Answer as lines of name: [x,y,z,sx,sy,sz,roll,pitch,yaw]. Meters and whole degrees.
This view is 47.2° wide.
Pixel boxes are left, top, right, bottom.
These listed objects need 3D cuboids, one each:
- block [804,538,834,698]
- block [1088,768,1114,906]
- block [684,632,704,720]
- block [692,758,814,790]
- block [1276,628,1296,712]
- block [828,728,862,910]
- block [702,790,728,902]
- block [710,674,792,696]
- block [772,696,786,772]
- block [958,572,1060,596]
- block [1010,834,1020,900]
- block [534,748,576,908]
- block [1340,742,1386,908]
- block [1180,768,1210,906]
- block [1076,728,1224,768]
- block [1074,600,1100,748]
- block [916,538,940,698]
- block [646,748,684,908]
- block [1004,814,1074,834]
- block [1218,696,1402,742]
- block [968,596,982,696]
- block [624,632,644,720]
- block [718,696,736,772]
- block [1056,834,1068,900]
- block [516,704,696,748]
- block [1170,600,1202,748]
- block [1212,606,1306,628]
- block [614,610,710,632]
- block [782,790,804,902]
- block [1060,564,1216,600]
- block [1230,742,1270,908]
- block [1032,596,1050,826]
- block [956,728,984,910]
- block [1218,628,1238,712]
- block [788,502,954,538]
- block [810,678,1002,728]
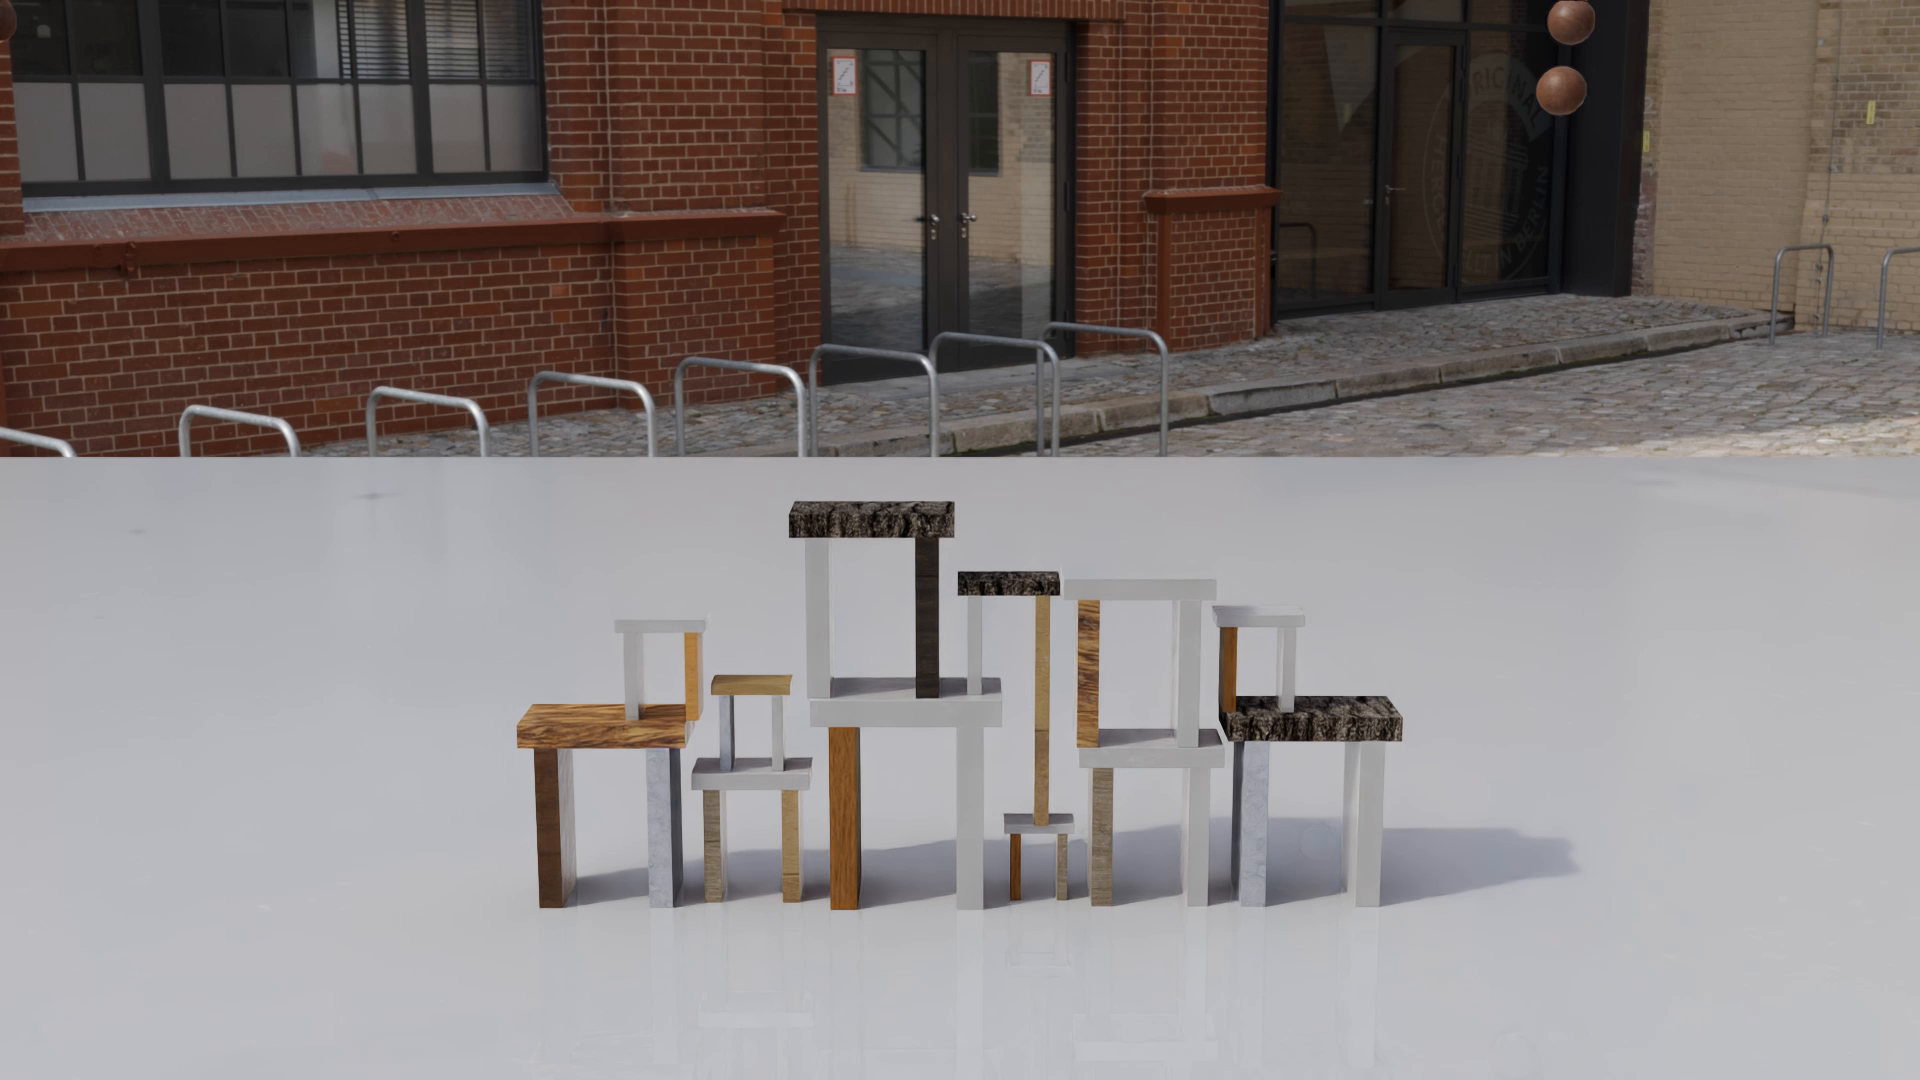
block: [-0.228,0.114,3.582,0.037,0.263,0.131,0,11,0]
block: [0.232,0.475,3.645,0.033,0.236,0.118,0,11,0]
block: [-0.435,0.215,3.595,0.021,0.147,0.073,0,11,0]
block: [-0.342,0.386,3.636,0.193,0.027,0.096,0,11,0]
block: [0.533,0.204,3.601,0.020,0.142,0.071,0,11,0]
block: [-0.190,0.439,3.639,0.044,0.309,0.154,0,11,0]
block: [-0.407,0.494,3.656,0.027,0.193,0.096,0,11,0]
block: [-0.341,0.237,3.608,0.129,0.018,0.064,0,11,0]
block: [-0.298,0.310,3.622,0.018,0.129,0.064,0,11,0]
block: [0.079,0.070,3.571,0.165,0.023,0.082,0,11,0]
block: [0.092,0.534,3.654,0.016,0.115,0.058,0,11,0]
block: [-0.669,0.457,3.642,0.038,0.271,0.135,0,11,0]
block: [0.668,0.451,3.649,0.040,0.281,0.140,0,11,0]
block: [0.389,0.475,3.645,0.033,0.236,0.118,0,11,0]
block: [0.311,0.342,3.620,0.236,0.033,0.118,0,11,0]
block: [0.206,0.205,3.598,0.035,0.244,0.122,0,11,0]
block: [-0.053,0.114,3.582,0.037,0.263,0.131,0,11,0]
block: [-0.489,0.457,3.642,0.038,0.271,0.135,0,11,0]
block: [0.130,0.470,3.642,0.115,0.016,0.058,0,11,0]
block: [0.574,0.293,3.619,0.281,0.040,0.140,0,11,0]
block: [0.024,0.163,3.588,0.023,0.165,0.082,0,11,0]
block: [-0.533,0.215,3.595,0.021,0.147,0.073,0,11,0]
block: [-0.384,0.310,3.622,0.018,0.129,0.064,0,11,0]
block: [0.169,0.534,3.654,0.016,0.115,0.058,0,11,0]
block: [-0.579,0.305,3.613,0.271,0.038,0.135,0,11,0]
block: [0.369,0.205,3.598,0.035,0.244,0.122,0,11,0]
block: [0.486,0.124,3.586,0.142,0.020,0.071,0,11,0]
block: [-0.484,0.132,3.580,0.147,0.021,0.073,0,11,0]
block: [-0.278,0.494,3.656,0.027,0.193,0.096,0,11,0]
block: [0.288,0.068,3.573,0.244,0.035,0.122,0,11,0]
block: [0.481,0.451,3.649,0.040,0.281,0.140,0,11,0]
block: [0.133,0.271,3.608,0.023,0.386,0.082,0,11,0]
block: [0.016,0.439,3.639,0.044,0.309,0.154,0,11,0]
block: [0.438,0.204,3.601,0.020,0.142,0.071,0,11,0]
block: [-0.140,-0.034,3.555,0.263,0.037,0.131,0,11,0]
block: [-0.087,0.265,3.607,0.309,0.044,0.154,0,11,0]
